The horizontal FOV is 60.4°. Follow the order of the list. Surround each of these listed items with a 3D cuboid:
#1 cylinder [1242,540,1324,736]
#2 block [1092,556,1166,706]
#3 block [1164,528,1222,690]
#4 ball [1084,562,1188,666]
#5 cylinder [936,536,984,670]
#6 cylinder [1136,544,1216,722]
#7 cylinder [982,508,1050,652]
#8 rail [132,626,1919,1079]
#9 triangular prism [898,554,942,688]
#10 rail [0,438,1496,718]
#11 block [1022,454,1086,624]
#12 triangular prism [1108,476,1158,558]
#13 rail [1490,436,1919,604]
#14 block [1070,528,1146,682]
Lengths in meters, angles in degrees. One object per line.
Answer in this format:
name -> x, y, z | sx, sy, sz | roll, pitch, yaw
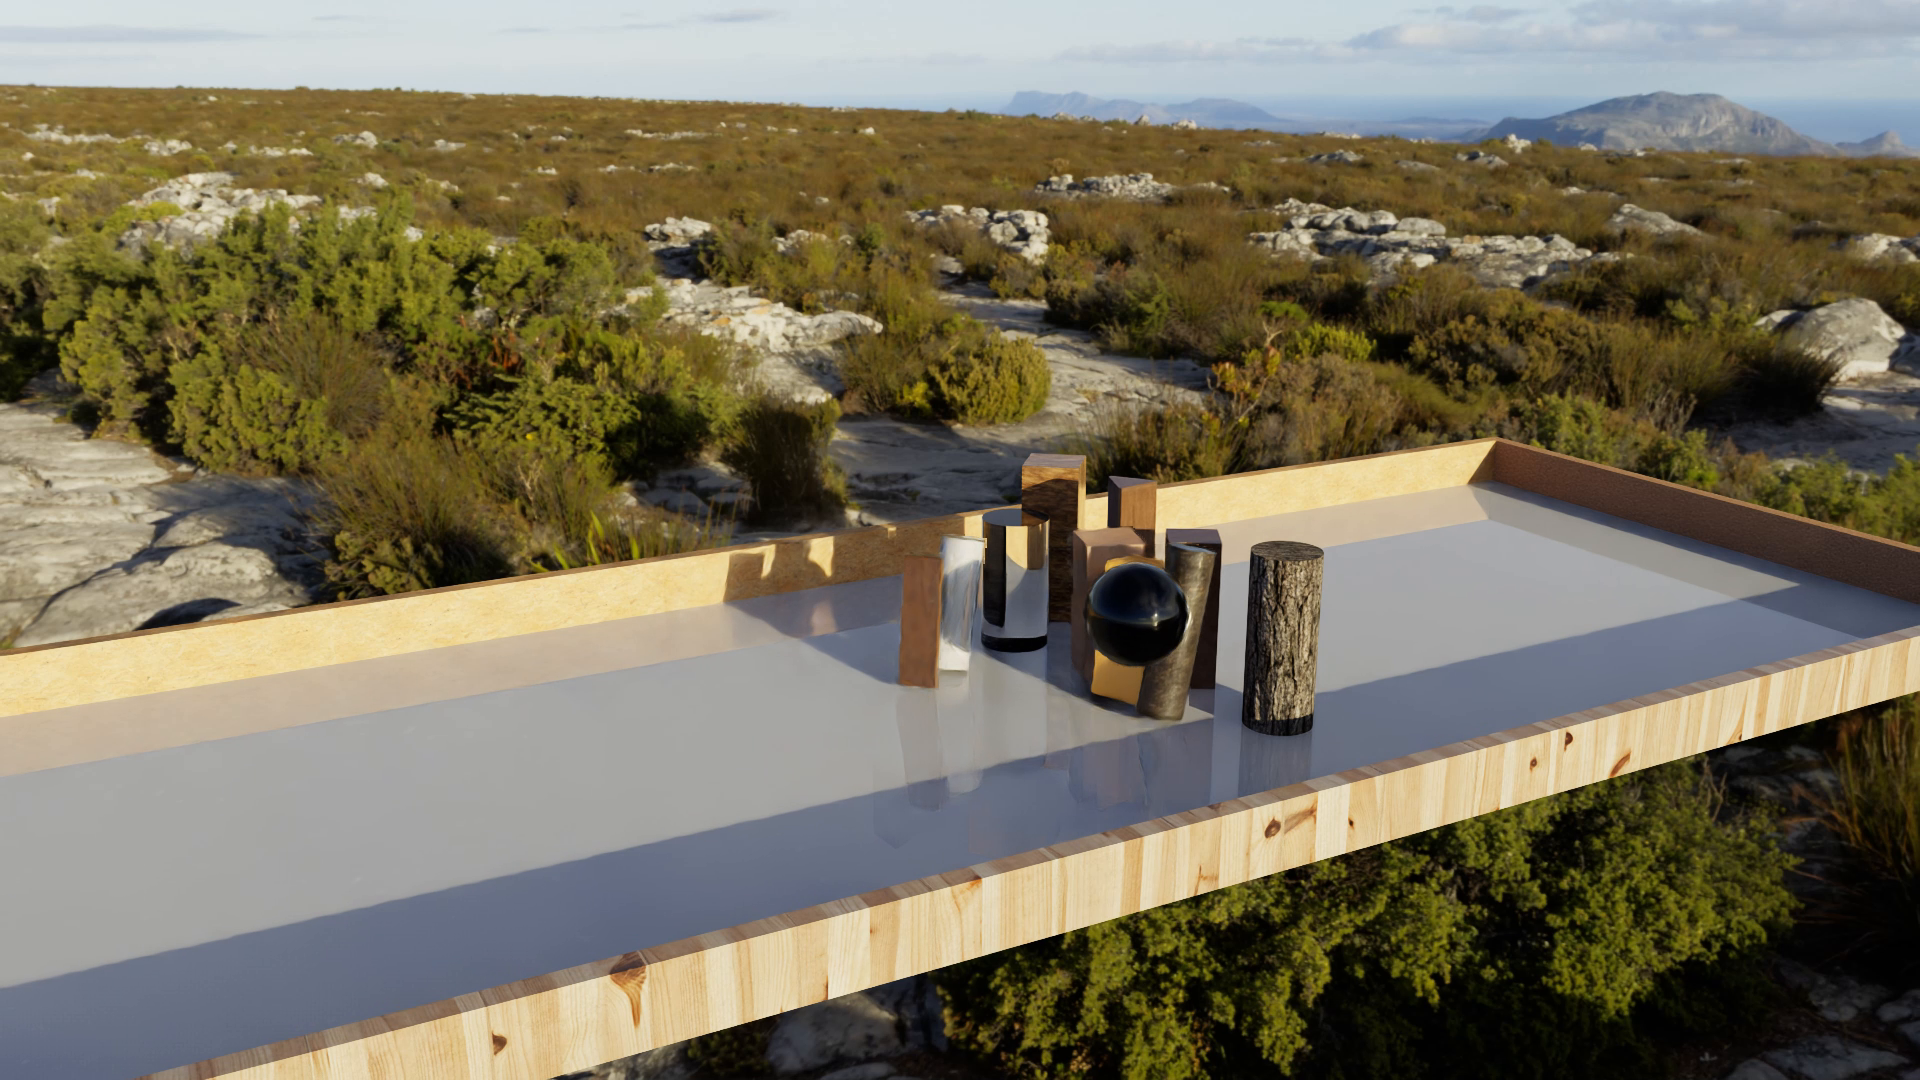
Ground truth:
cylinder -> 0.749, 0.227, 3.832 | 0.165, 0.422, 0.165 | 0, 16, 0
block -> 0.431, 0.217, 3.997 | 0.138, 0.329, 0.138 | 13, 13, 35
block -> 0.574, 0.170, 4.106 | 0.128, 0.377, 0.128 | 1, 16, 3
ball -> 0.398, 0.168, 3.727 | 0.236, 0.236, 0.236 | 0, 16, 0
cylinder -> -0.013, 0.160, 4.195 | 0.111, 0.330, 0.111 | 7, 4, 0
cylinder -> 0.508, 0.217, 3.878 | 0.112, 0.402, 0.112 | 10, 6, -1
cylinder -> 0.146, 0.106, 4.381 | 0.179, 0.345, 0.179 | 0, 16, 0
rail -> -2.336, 1.006, 1.665 | 12.000, 0.150, 0.050 | -9, 18, -27
triangular prism -> -0.079, 0.198, 4.087 | 0.104, 0.322, 0.090 | 5, 4, 25
rail -> -3.305, 0.497, 3.399 | 12.000, 0.150, 0.050 | -9, 18, -27
block -> 0.260, -0.006, 4.592 | 0.155, 0.441, 0.155 | 3, 17, 11
triangular prism -> 0.423, 0.066, 4.318 | 0.128, 0.458, 0.111 | -12, 20, -35
rail -> 2.466, -0.048, 5.253 | 0.050, 0.150, 2.100 | -9, 18, -27
block -> 0.373, 0.162, 4.174 | 0.149, 0.353, 0.149 | -3, 16, -9
